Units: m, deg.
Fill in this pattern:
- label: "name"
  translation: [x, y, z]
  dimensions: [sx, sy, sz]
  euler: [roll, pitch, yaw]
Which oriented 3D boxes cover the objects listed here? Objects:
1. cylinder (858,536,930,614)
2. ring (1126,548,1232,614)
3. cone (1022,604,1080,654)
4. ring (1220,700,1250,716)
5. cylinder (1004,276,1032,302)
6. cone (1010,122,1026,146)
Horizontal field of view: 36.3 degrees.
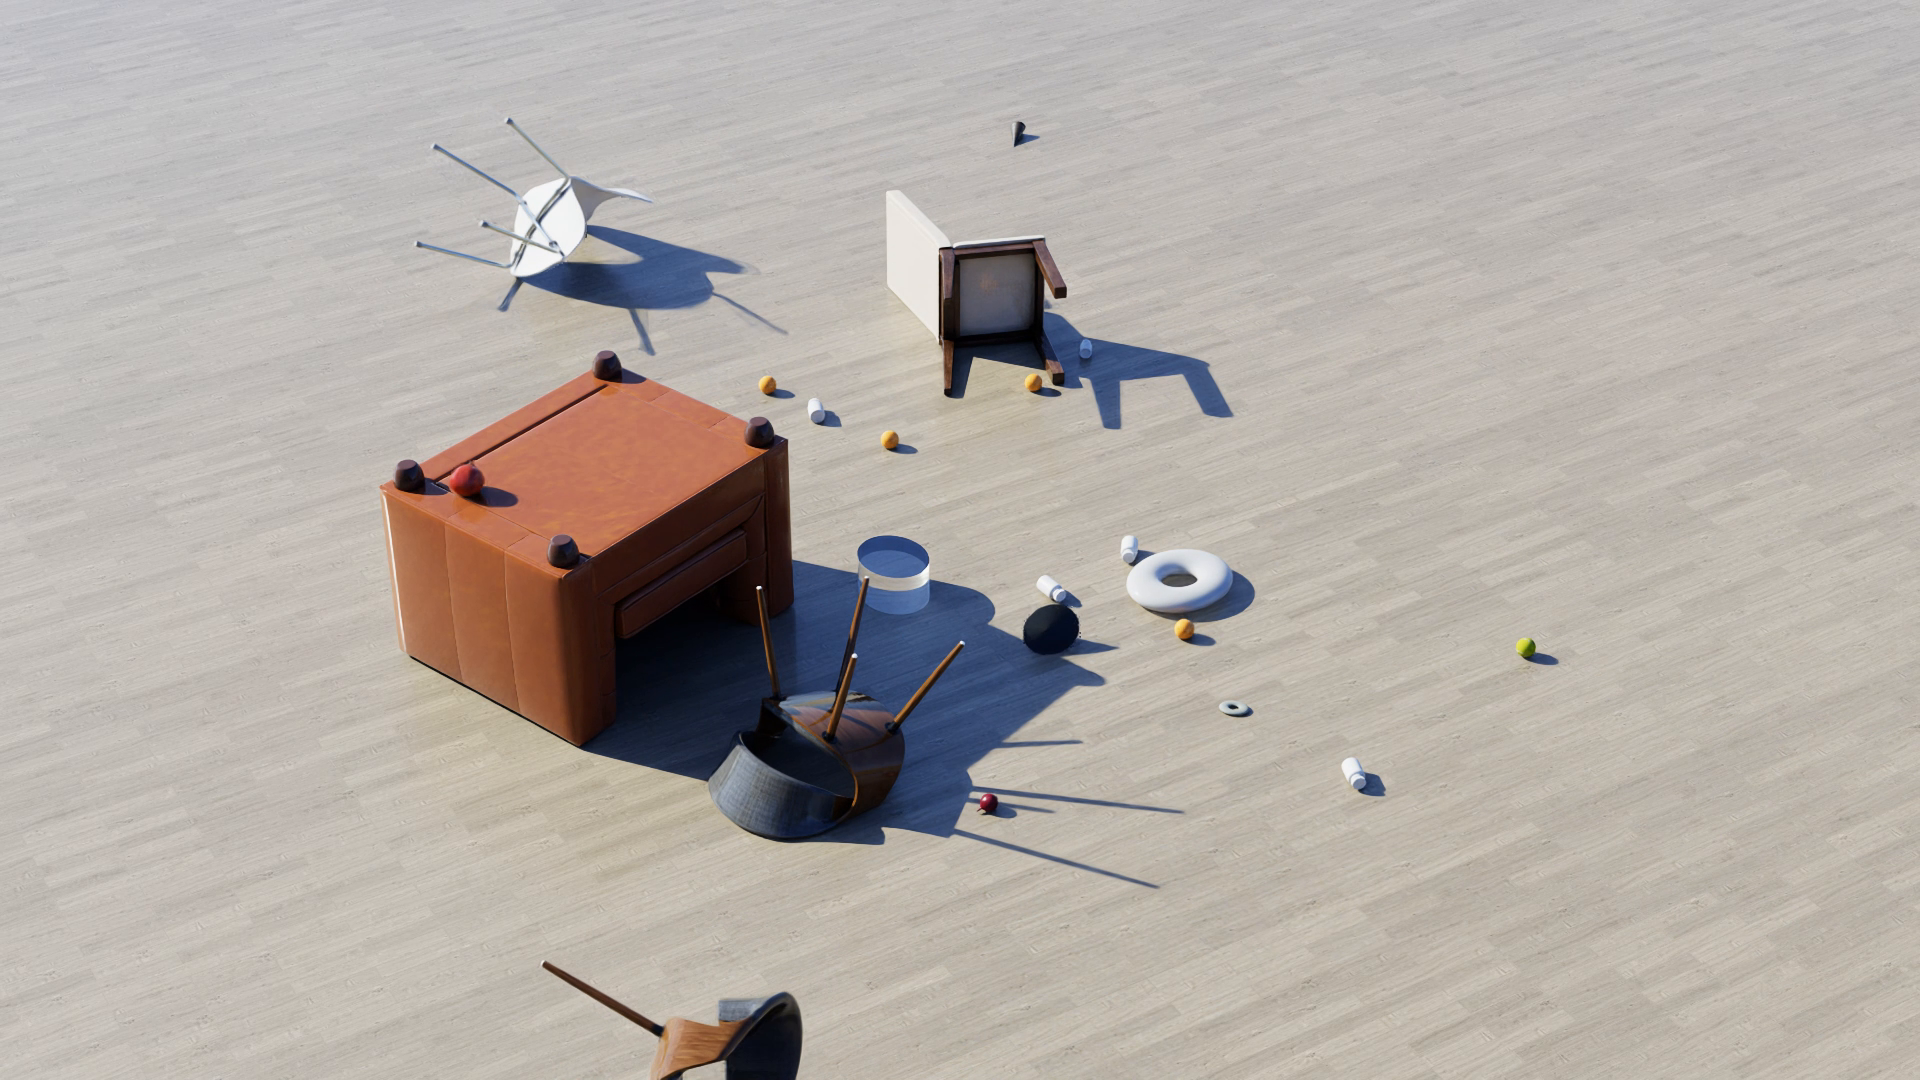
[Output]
- label: "cylinder"
  translation: [-0.241, 0.126, 10.609]
  dimensions: [0.244, 0.159, 0.294]
  euler: [-22, 39, -29]
- label: "ring"
  translation: [0.798, 0.148, 10.652]
  dimensions: [0.411, 0.075, 0.354]
  euler: [-23, 39, -30]
- label: "cone"
  translation: [0.310, 0.320, 10.395]
  dimensions: [0.211, 0.172, 0.120]
  euler: [-23, 1, -12]
- label: "ring"
  translation: [0.940, 0.577, 10.055]
  dimensions: [0.103, 0.016, 0.078]
  euler: [6, 34, 10]
- label: "cylinder"
  translation: [0.246, -1.069, 12.484]
  dimensions: [0.101, 0.083, 0.087]
  euler: [28, 20, -31]
- label: "cone"
  translation: [0.263, -1.894, 13.789]
  dimensions: [0.074, 0.066, 0.156]
  euler: [-12, 41, 23]
